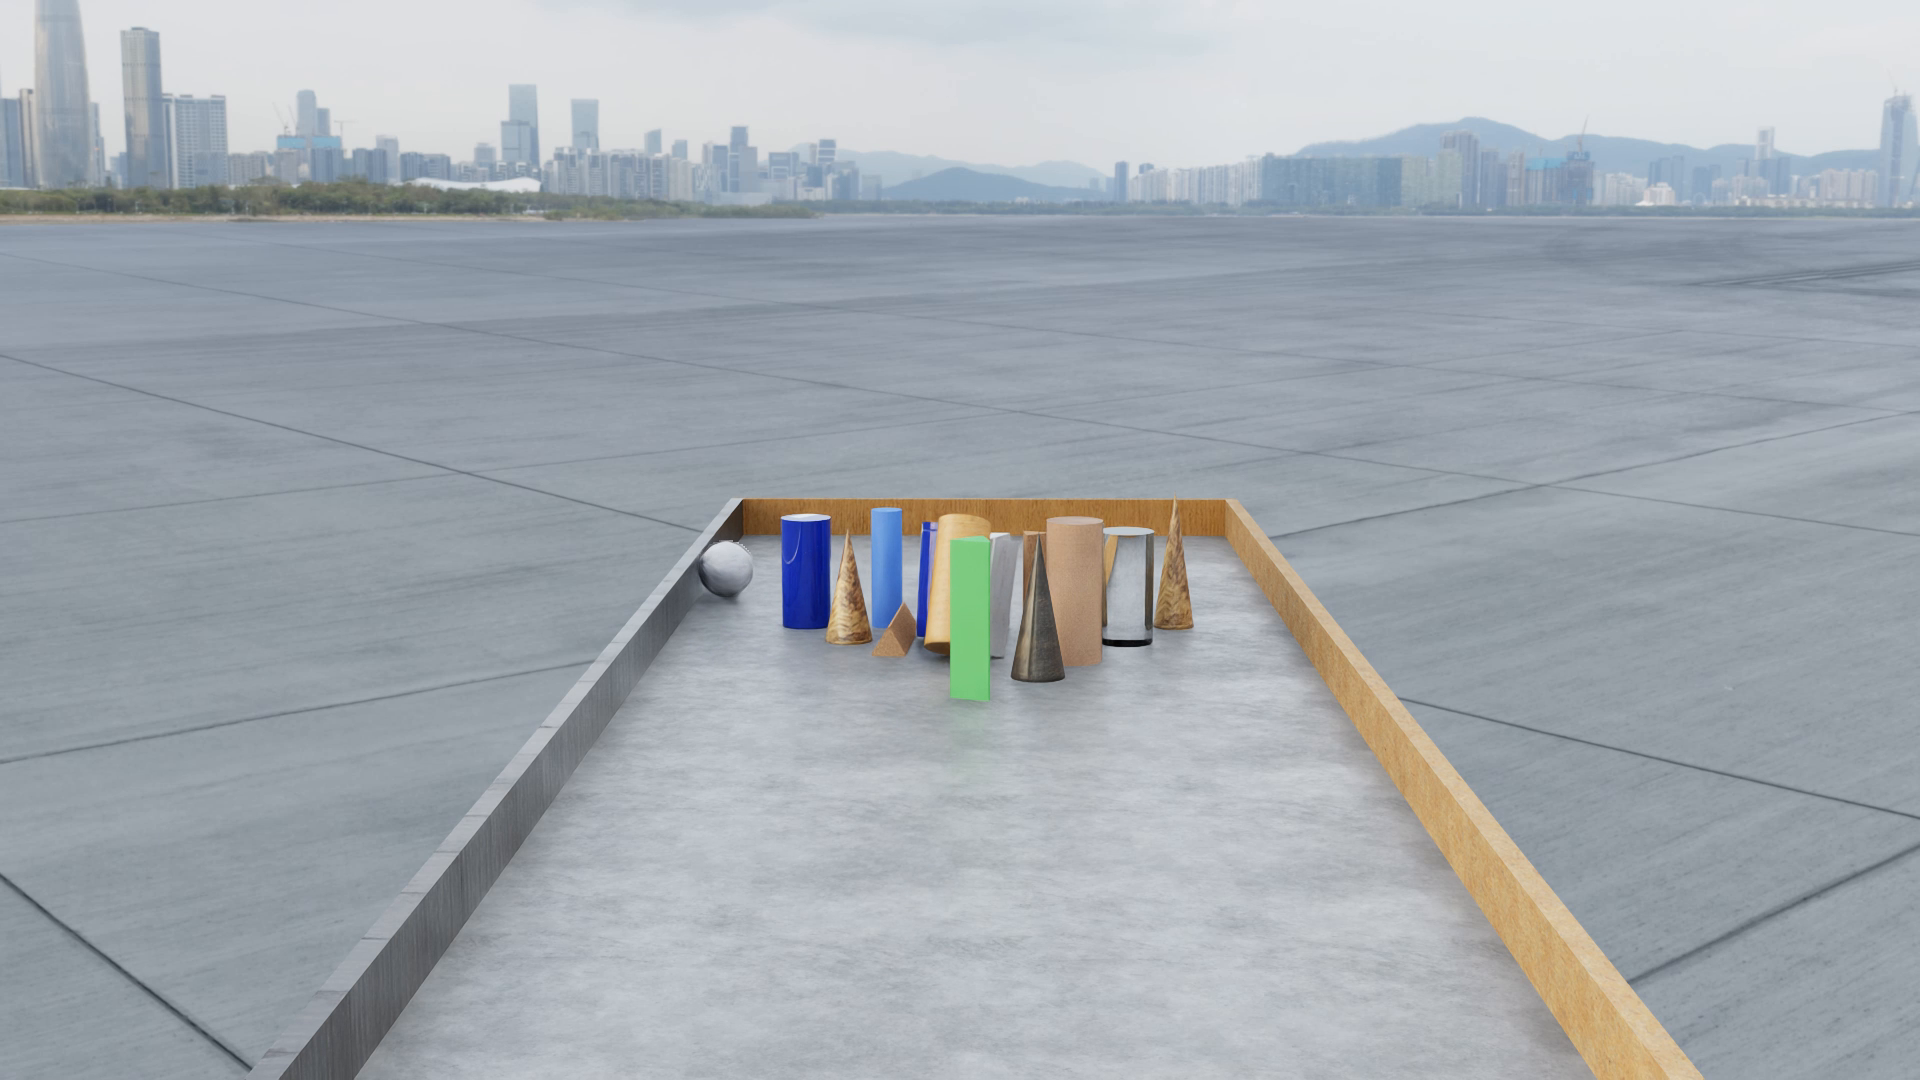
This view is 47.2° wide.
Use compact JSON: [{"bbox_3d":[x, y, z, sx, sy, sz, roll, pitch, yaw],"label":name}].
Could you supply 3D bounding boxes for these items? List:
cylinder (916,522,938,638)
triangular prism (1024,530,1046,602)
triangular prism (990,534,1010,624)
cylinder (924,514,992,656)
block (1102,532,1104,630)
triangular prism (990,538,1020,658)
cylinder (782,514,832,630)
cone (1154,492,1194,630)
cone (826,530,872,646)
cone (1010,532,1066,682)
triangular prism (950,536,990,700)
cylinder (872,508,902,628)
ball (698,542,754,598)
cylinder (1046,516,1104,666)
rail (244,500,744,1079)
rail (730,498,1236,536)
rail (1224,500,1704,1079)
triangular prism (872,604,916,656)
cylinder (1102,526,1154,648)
[{"bbox_3d":[-0.041,0.128,6.964,0.179,0.362,0.179,3,0,0],"label":"cylinder"},{"bbox_3d":[0.224,0.148,6.963,0.087,0.349,0.076,-6,11,-34],"label":"triangular prism"},{"bbox_3d":[0.067,0.133,7.192,0.130,0.306,0.151,5,10,31],"label":"triangular prism"},{"bbox_3d":[-0.006,0.138,6.743,0.164,0.405,0.164,6,-17,2],"label":"cylinder"},{"bbox_3d":[0.385,0.113,7.182,0.130,0.348,0.130,-3,10,-20],"label":"block"},{"bbox_3d":[0.094,0.176,6.755,0.097,0.357,0.084,12,-8,-37],"label":"triangular prism"},{"bbox_3d":[-0.503,0.103,7.213,0.163,0.358,0.163,0,9,0],"label":"cylinder"},{"bbox_3d":[0.701,0.059,7.188,0.134,0.453,0.134,0,9,0],"label":"cone"},{"bbox_3d":[-0.353,0.138,6.969,0.152,0.367,0.152,0,9,0],"label":"cone"},{"bbox_3d":[0.229,0.187,6.437,0.162,0.435,0.162,0,9,0],"label":"cone"},{"bbox_3d":[0.046,0.218,6.197,0.118,0.451,0.102,3,10,21],"label":"triangular prism"},{"bbox_3d":[-0.240,0.091,7.208,0.102,0.384,0.102,0,9,0],"label":"cylinder"},{"bbox_3d":[-0.823,0.104,7.735,0.194,0.194,0.194,0,9,0],"label":"ball"},{"bbox_3d":[0.346,0.154,6.664,0.172,0.430,0.172,0,9,0],"label":"cylinder"},{"bbox_3d":[-1.004,0.839,3.234,0.050,0.150,12.000,0,9,1],"label":"rail"},{"bbox_3d":[0.099,-0.098,9.147,2.100,0.150,0.050,0,9,1],"label":"rail"},{"bbox_3d":[1.046,0.843,3.208,0.050,0.150,12.000,0,9,1],"label":"rail"},{"bbox_3d":[-0.201,0.278,6.950,0.104,0.090,0.420,1,9,5],"label":"triangular prism"},{"bbox_3d":[0.524,0.147,6.945,0.174,0.356,0.174,0,9,0],"label":"cylinder"}]
